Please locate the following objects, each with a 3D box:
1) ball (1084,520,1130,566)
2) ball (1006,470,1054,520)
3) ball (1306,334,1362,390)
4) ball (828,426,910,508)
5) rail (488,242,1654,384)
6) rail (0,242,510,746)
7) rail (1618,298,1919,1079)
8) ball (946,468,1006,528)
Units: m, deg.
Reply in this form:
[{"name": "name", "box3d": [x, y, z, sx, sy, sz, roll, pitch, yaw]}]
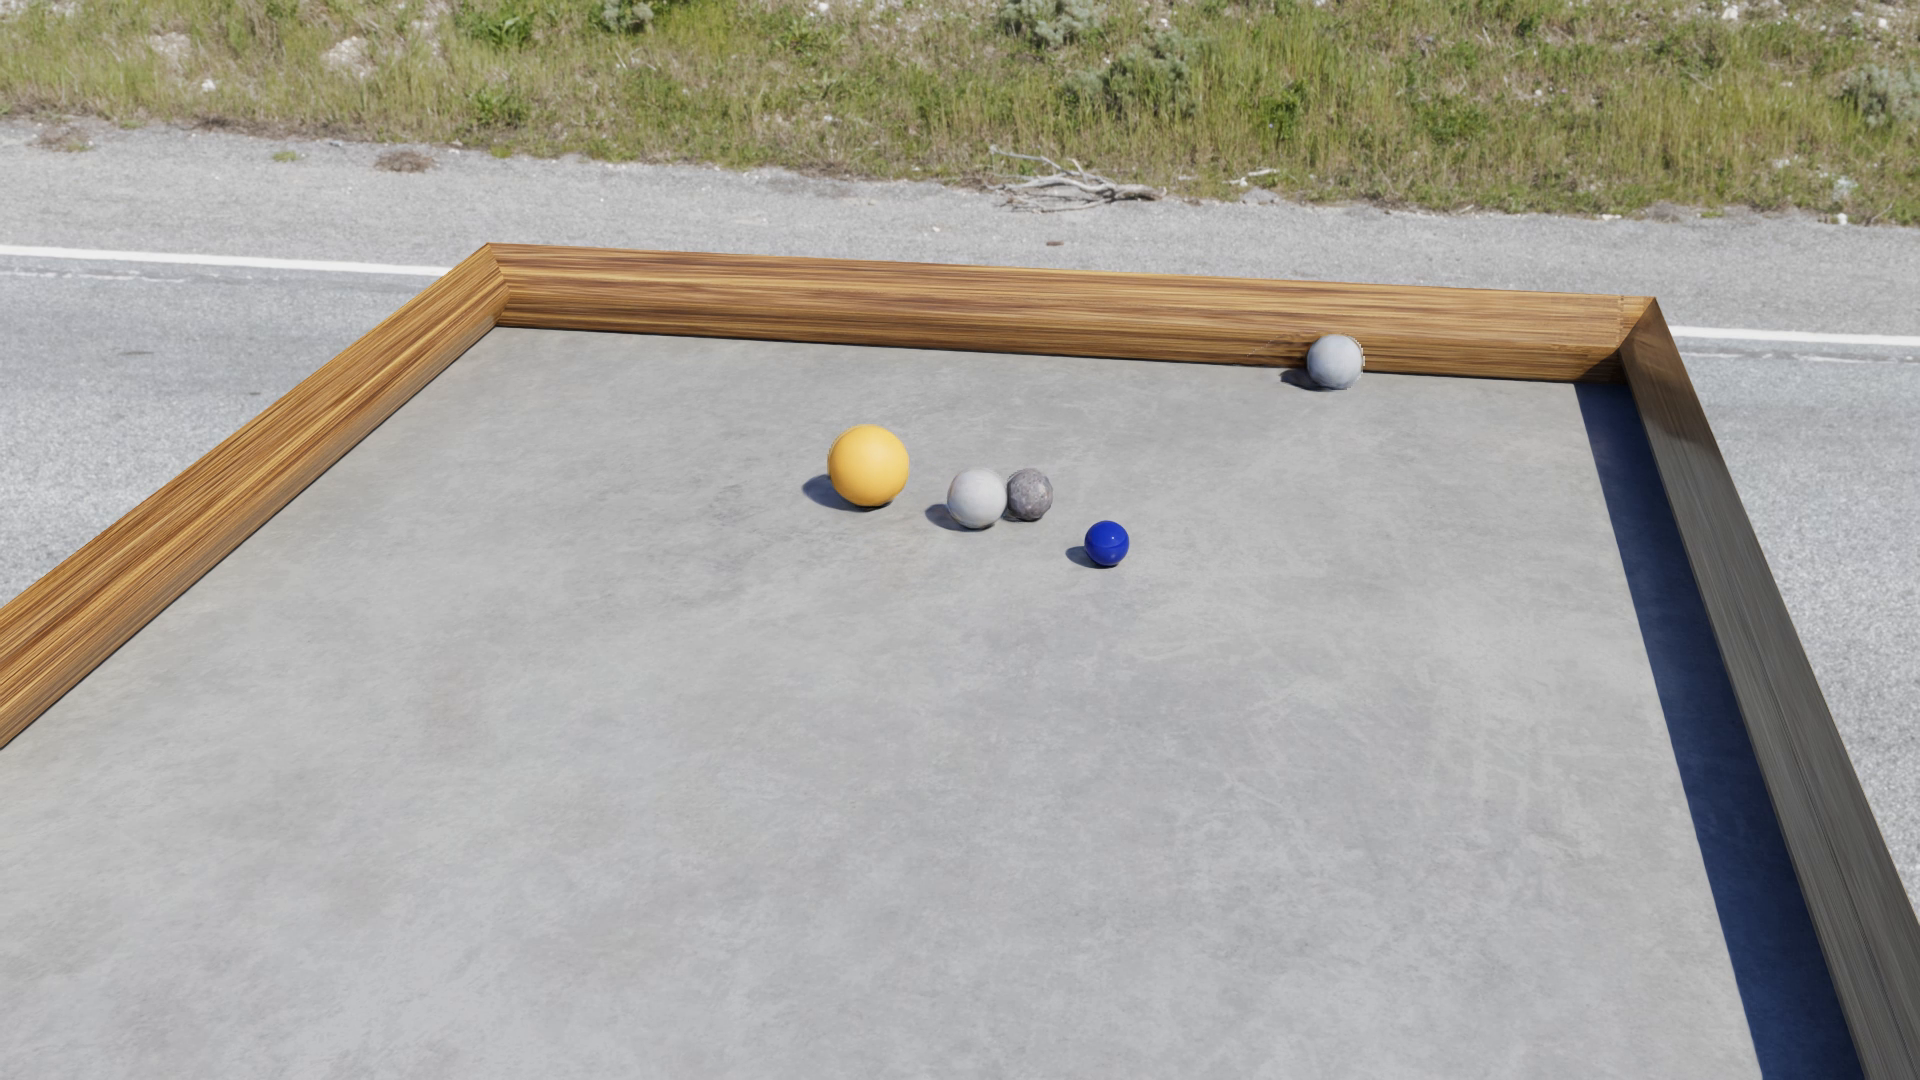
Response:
[{"name": "ball", "box3d": [0.156, 0.003, 2.334, 0.049, 0.049, 0.049, 0, 23, 0]}, {"name": "ball", "box3d": [0.077, -0.050, 2.450, 0.055, 0.055, 0.055, 0, 23, 0]}, {"name": "ball", "box3d": [0.485, -0.231, 2.848, 0.072, 0.072, 0.072, 0, 23, 0]}, {"name": "ball", "box3d": [-0.102, -0.083, 2.480, 0.092, 0.092, 0.092, 0, 23, 0]}, {"name": "rail", "box3d": [0.114, -0.299, 2.942, 1.573, 0.119, 0.045, 4, 24, 9]}, {"name": "rail", "box3d": [-0.871, 0.208, 1.771, 0.045, 0.119, 2.887, 4, 24, 9]}, {"name": "rail", "box3d": [0.635, 0.307, 1.542, 0.045, 0.119, 2.887, 4, 24, 9]}, {"name": "ball", "box3d": [0.018, -0.046, 2.426, 0.067, 0.067, 0.067, 0, 23, 0]}]
